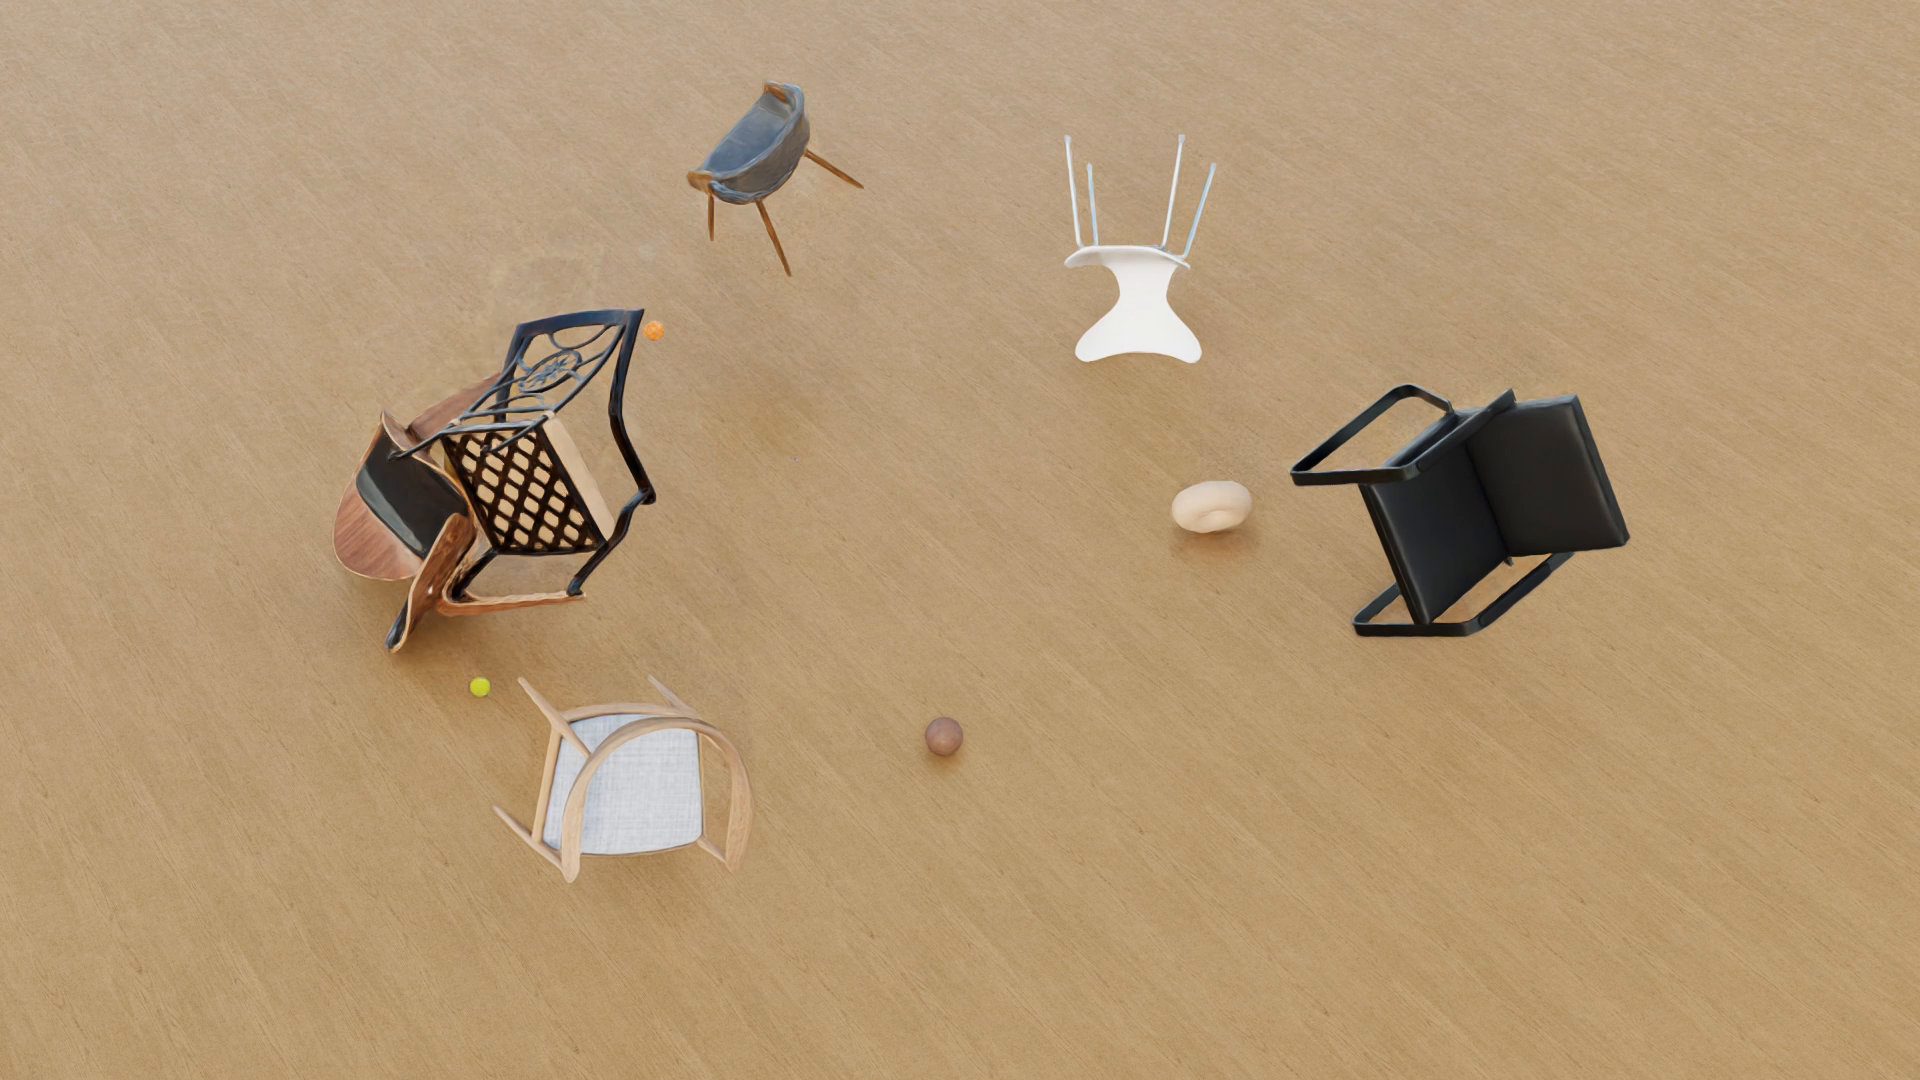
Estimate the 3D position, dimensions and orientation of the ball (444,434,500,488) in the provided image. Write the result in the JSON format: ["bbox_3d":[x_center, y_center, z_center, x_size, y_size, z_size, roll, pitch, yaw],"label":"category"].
[{"bbox_3d":[-1.747,-0.281,10.476,0.197,0.197,0.197,0,33,0],"label":"ball"}]

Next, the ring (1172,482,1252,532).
[{"bbox_3d":[0.935,-0.125,10.872,0.333,0.288,0.114,15,57,-49],"label":"ring"}]

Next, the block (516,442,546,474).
[{"bbox_3d":[-1.660,-0.317,11.341,0.095,0.066,0.075,-21,48,-26],"label":"block"}]
